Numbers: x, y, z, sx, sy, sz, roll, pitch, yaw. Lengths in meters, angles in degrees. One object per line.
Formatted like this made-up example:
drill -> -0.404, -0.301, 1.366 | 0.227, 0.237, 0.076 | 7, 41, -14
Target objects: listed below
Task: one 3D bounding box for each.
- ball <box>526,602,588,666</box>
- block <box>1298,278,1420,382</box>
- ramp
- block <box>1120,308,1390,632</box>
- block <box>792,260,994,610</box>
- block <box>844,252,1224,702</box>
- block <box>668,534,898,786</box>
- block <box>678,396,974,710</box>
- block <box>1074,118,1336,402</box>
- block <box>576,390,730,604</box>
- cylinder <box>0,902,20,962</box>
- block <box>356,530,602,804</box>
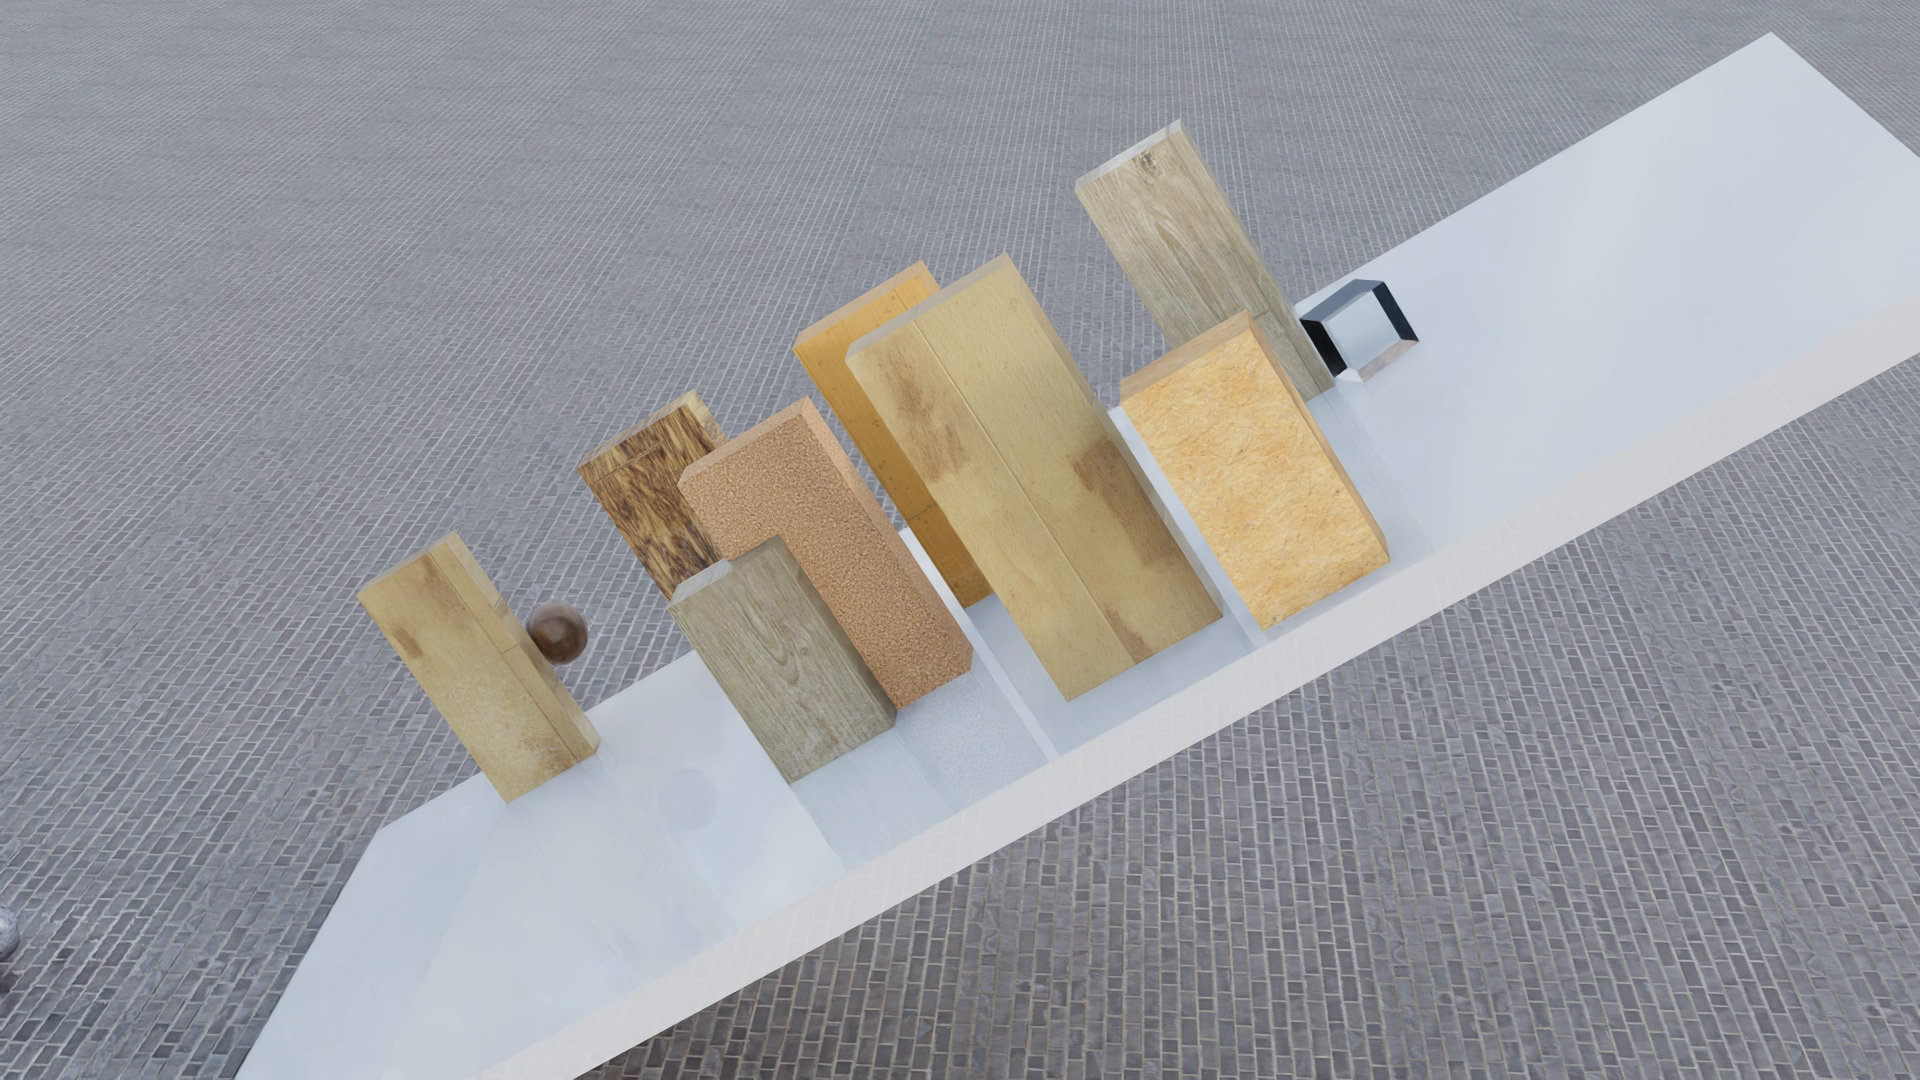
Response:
ball -> -0.996, 0.231, 7.270 | 0.157, 0.157, 0.157 | 0, 20, 0
block -> 0.851, -0.448, 6.279 | 0.154, 0.154, 0.154 | -36, 15, -9
ramp -> 0.141, 0.169, 6.290 | 4.000, 0.100, 2.000 | -30, 15, 13
block -> 0.526, -0.124, 5.248 | 0.261, 0.498, 0.141 | -30, 15, 13
block -> -0.037, -0.225, 6.365 | 0.315, 0.688, 0.134 | -30, 15, 13
block -> 0.143, -0.110, 5.447 | 0.339, 0.779, 0.114 | -30, 15, 13
block -> -0.358, 0.236, 6.030 | 0.259, 0.451, 0.141 | -30, 15, 13
block -> -0.272, 0.058, 6.042 | 0.300, 0.642, 0.122 | -30, 15, 13
block -> 0.527, -0.552, 6.307 | 0.259, 0.650, 0.119 | -30, 15, 13
block -> -0.615, -0.022, 7.094 | 0.317, 0.601, 0.124 | -30, 15, 13
cylinder -> -2.369, 0.964, 7.052 | 0.163, 0.163, 0.163 | 5, 19, 14
block -> -1.158, 0.310, 7.104 | 0.266, 0.631, 0.089 | -30, 15, 13
